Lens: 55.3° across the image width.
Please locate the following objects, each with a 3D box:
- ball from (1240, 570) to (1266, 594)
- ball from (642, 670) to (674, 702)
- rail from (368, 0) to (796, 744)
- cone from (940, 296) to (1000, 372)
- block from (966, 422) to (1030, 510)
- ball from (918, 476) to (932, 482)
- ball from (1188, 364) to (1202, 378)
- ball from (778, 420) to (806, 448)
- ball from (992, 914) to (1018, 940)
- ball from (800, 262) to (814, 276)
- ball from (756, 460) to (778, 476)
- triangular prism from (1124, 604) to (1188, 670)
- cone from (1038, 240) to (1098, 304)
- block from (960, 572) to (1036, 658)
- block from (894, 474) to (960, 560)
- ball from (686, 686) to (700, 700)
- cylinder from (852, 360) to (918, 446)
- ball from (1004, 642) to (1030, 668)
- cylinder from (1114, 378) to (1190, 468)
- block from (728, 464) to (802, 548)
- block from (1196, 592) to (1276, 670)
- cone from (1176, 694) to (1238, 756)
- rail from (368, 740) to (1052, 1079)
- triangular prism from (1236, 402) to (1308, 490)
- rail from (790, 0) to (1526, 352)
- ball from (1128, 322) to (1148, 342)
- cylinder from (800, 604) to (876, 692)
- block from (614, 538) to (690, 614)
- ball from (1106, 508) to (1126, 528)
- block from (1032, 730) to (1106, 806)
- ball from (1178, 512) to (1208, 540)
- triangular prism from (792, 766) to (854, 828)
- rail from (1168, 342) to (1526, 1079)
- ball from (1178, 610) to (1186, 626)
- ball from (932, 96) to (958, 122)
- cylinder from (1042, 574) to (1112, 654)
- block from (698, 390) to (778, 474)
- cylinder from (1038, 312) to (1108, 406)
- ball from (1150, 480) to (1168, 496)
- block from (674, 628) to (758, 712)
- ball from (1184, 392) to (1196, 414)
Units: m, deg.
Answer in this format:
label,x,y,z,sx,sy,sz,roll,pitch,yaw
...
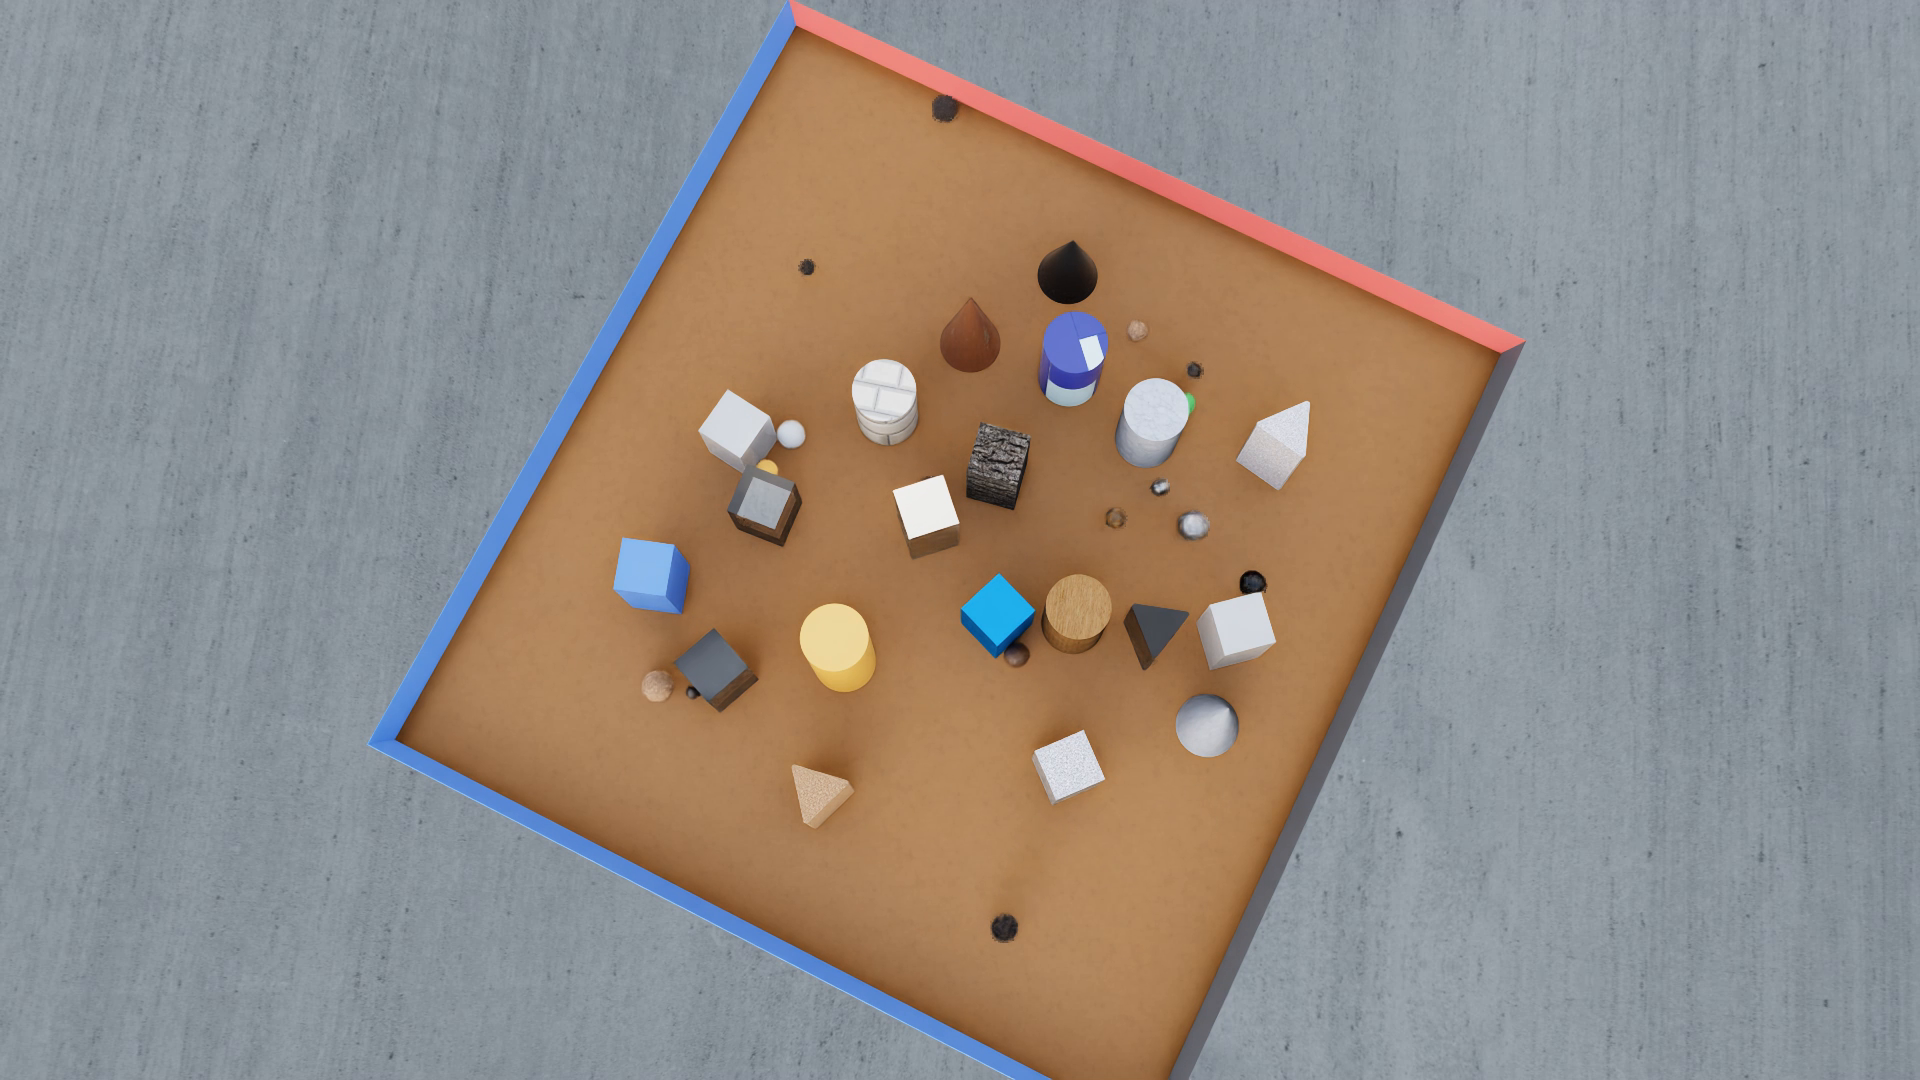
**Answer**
label,x,y,z,sx,sy,sz,roll,pitch,yaw
ball,0.885,0.131,5.549,0.078,0.078,0.078,0,78,0
ball,-0.903,0.436,5.478,0.095,0.095,0.095,0,78,0
rail,-1.122,-0.543,5.665,0.045,0.124,2.660,26,80,5
cone,0.032,-0.661,5.528,0.190,0.441,0.190,0,78,0
block,0.113,-0.218,5.487,0.152,0.341,0.152,15,79,3
ball,-0.098,-0.159,5.612,0.074,0.074,0.074,0,78,0
ball,0.729,-0.527,5.703,0.044,0.044,0.044,0,78,0
ball,-0.519,-0.327,5.640,0.087,0.087,0.087,0,78,0
ball,0.130,1.130,5.344,0.076,0.076,0.076,0,78,0
ball,-0.480,-0.855,5.770,0.045,0.045,0.045,0,78,0
ball,-0.595,-0.210,5.623,0.072,0.072,0.072,0,78,0
triangular prism,0.553,0.259,5.417,0.143,0.286,0.165,38,81,7
cone,0.340,-0.867,5.638,0.190,0.309,0.190,0,78,0
block,0.111,0.228,5.435,0.152,0.264,0.152,-43,81,-8
block,-0.098,-0.064,5.468,0.152,0.317,0.152,-18,79,-4
ball,-0.801,0.458,5.500,0.042,0.042,0.042,0,78,0
cylinder,-0.224,-0.415,5.556,0.190,0.286,0.190,0,78,0
ball,0.171,0.344,5.506,0.076,0.076,0.076,0,78,0
cylinder,0.575,-0.349,5.522,0.190,0.326,0.190,0,78,0
block,-0.584,-0.101,5.503,0.152,0.263,0.152,21,79,4
block,0.809,0.271,5.398,0.152,0.319,0.152,-15,79,-3
cone,0.742,0.511,5.280,0.190,0.452,0.190,0,78,0
rail,-0.584,1.151,5.314,2.556,0.124,0.045,26,80,5
triangular prism,0.961,-0.300,5.467,0.165,0.414,0.143,36,81,7
rail,0.584,-1.138,5.788,2.556,0.124,0.045,26,80,5
ball,0.555,-0.651,5.718,0.065,0.065,0.065,0,78,0
cylinder,-0.349,0.318,5.309,0.190,0.473,0.190,0,78,0
block,-0.910,0.110,5.430,0.152,0.321,0.152,8,78,2
ball,0.474,-0.067,5.599,0.061,0.061,0.061,0,78,0
block,0.314,0.667,5.351,0.152,0.250,0.152,-23,79,-5
ball,0.707,-0.043,5.579,0.090,0.090,0.090,0,78,0
triangular prism,-0.422,0.718,5.303,0.165,0.322,0.143,-43,82,-8
rail,1.122,0.556,5.437,0.045,0.124,2.660,26,80,5
ball,0.662,0.238,5.543,0.047,0.047,0.047,0,78,0
ball,-0.046,-1.378,5.860,0.081,0.081,0.081,0,78,0
cylinder,0.342,0.222,5.418,0.190,0.298,0.190,0,78,0
block,-0.669,-0.319,5.551,0.152,0.257,0.152,33,80,6
cylinder,0.340,-0.544,5.547,0.190,0.355,0.190,0,78,0
ball,0.611,-0.161,5.624,0.051,0.051,0.051,0,78,0
block,-0.714,0.386,5.393,0.152,0.282,0.152,-41,81,-8
ball,0.692,-0.422,5.668,0.070,0.070,0.070,0,78,0
